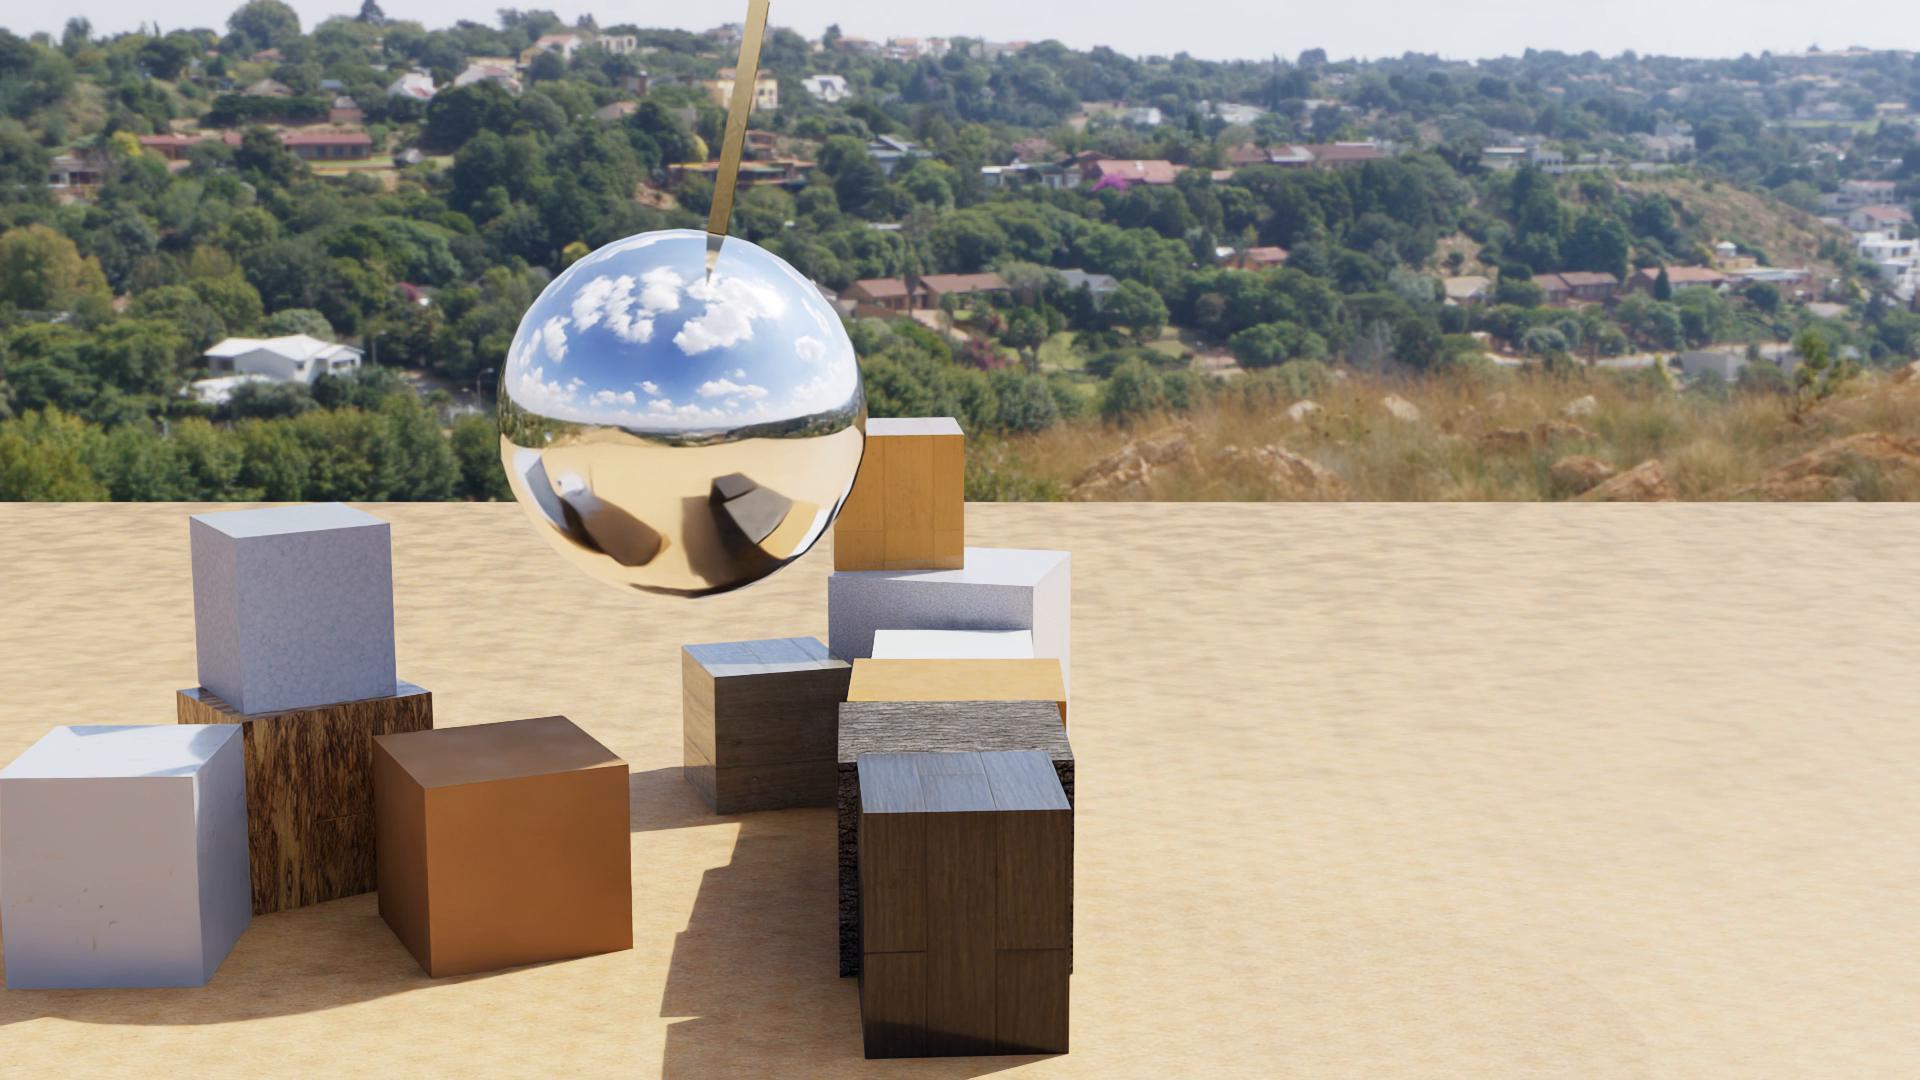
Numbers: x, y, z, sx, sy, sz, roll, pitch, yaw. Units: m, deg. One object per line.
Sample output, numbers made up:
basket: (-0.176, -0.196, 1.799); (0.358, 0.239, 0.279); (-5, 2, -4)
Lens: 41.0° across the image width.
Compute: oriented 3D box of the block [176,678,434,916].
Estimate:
block: (-2.867, 1.076, 11.286); (0.867, 0.845, 0.718); (-8, 13, -37)

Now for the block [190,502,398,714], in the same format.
block: (-2.907, 0.282, 11.178); (0.671, 0.756, 0.664); (-6, 12, -32)

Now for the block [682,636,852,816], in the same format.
block: (-0.958, 0.905, 12.685); (0.682, 0.681, 0.721); (-3, 11, -18)

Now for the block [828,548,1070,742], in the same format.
block: (-0.039, 0.635, 13.153); (1.042, 1.045, 0.945); (2, 11, 13)

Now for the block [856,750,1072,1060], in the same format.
block: (-0.002, 1.345, 9.596); (0.740, 0.921, 0.802); (-1, 10, -4)

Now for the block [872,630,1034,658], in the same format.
block: (-0.033, 0.915, 12.208); (0.753, 0.831, 0.751); (0, 10, 0)

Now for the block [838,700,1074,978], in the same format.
block: (-0.033, 1.202, 10.511); (0.921, 0.875, 0.973); (0, 10, -2)

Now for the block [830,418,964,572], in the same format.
block: (-0.332, -0.242, 13.141); (0.654, 0.686, 0.639); (-1, 10, -5)

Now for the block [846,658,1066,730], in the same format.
block: (-0.015, 1.041, 11.411); (0.937, 0.868, 0.811); (0, 10, 0)

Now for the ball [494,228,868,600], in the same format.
ball: (-1.196, -0.539, 11.082); (1.600, 1.600, 1.600); (0, 10, 0)

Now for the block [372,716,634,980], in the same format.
block: (-1.894, 1.241, 10.575); (0.828, 0.775, 0.889); (-5, 11, -25)

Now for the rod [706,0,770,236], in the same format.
rod: (-0.518, -3.817, 10.486); (0.080, 5.200, 0.080); (11, 10, -2)

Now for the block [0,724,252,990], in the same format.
block: (-3.339, 1.254, 10.300); (0.760, 0.847, 0.806); (0, 10, -2)
